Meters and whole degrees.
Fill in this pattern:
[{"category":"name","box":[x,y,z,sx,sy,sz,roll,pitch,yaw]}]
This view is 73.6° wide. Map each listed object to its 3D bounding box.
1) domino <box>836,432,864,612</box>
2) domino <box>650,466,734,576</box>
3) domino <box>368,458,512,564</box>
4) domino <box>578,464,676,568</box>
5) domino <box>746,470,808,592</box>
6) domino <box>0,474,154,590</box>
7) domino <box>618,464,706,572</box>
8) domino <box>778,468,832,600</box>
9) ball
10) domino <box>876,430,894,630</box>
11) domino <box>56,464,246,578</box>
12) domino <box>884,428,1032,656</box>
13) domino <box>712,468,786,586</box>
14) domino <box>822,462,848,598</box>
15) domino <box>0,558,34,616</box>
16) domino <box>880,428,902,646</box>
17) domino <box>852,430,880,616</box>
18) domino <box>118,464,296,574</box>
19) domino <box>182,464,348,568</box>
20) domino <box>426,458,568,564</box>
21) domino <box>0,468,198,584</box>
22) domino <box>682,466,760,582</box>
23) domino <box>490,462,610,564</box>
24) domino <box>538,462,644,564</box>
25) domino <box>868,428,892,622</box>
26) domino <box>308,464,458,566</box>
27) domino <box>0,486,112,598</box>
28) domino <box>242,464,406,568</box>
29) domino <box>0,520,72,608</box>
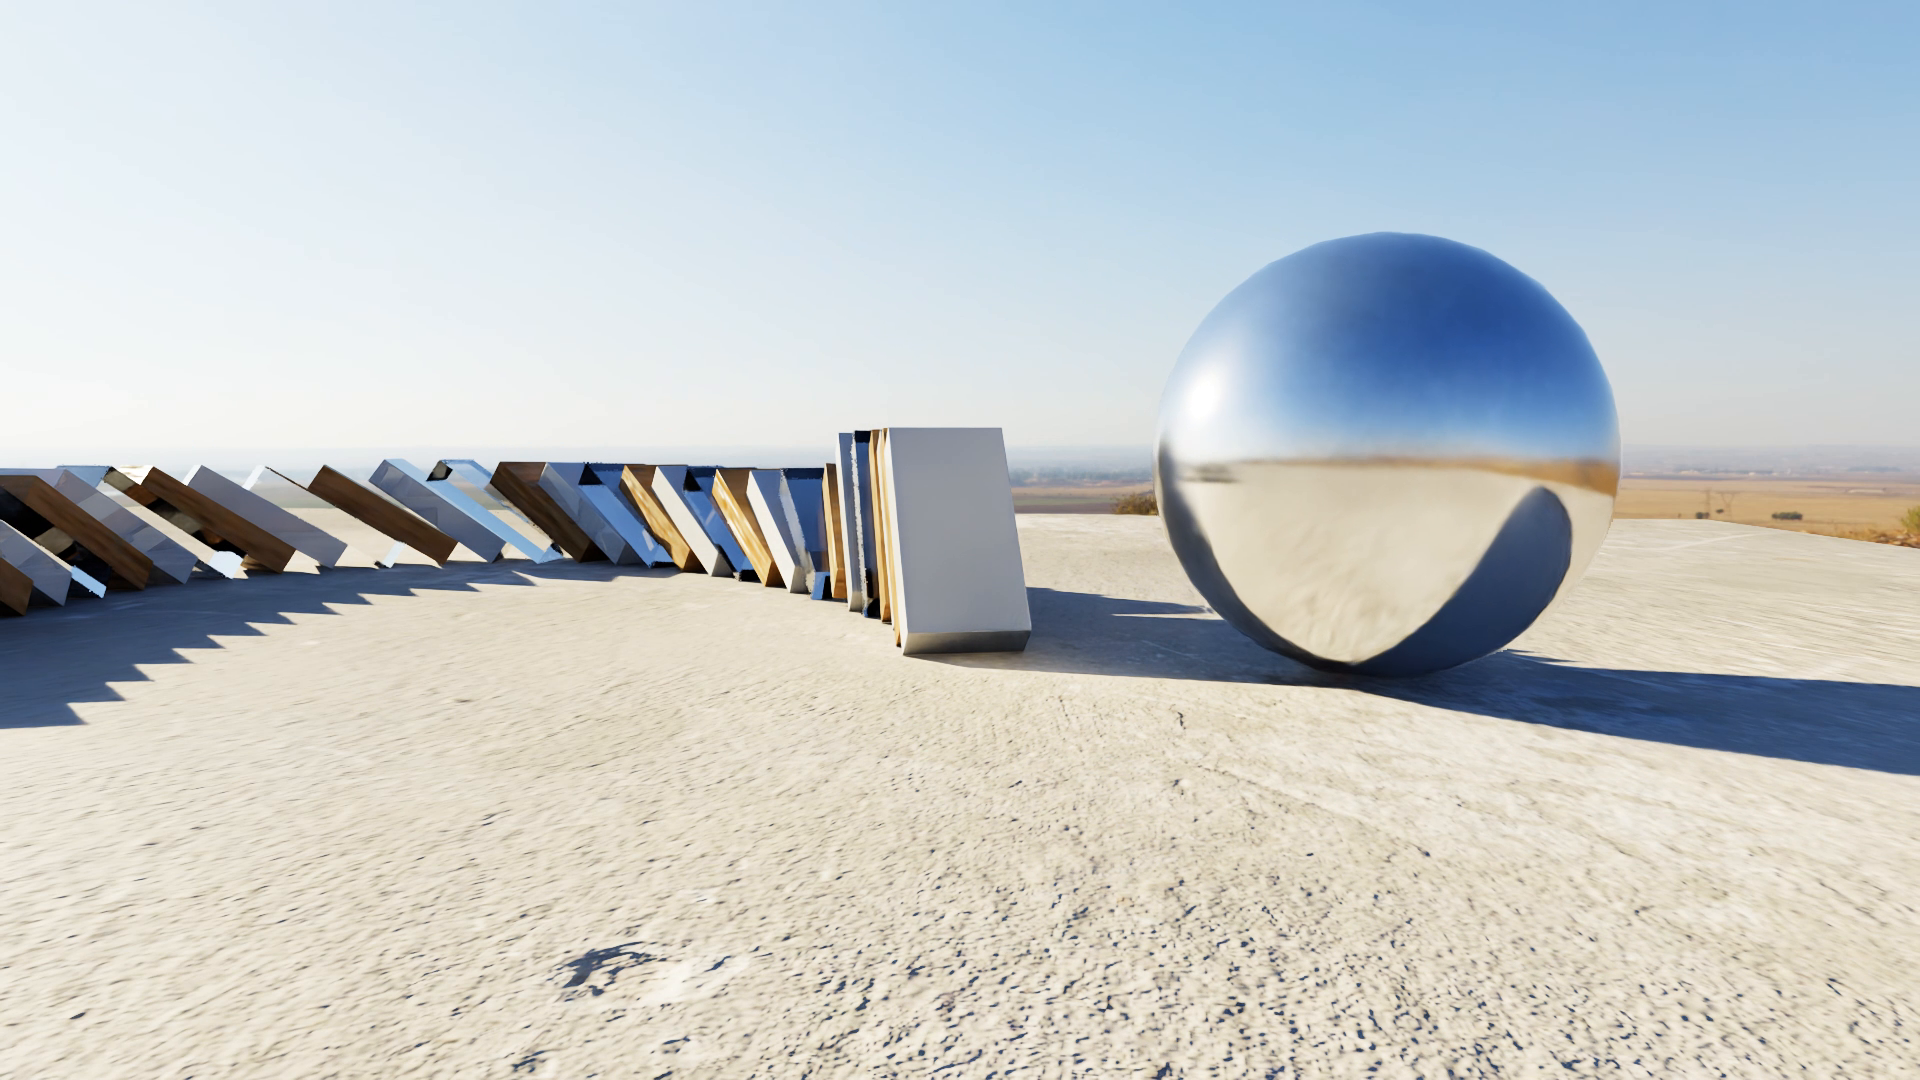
[{"category":"domino","box":[-0.018,-0.006,0.339,0.025,0.050,0.010,-1,-33,-12]},{"category":"domino","box":[-0.082,-0.007,0.432,0.025,0.009,0.050,-3,38,-39]},{"category":"domino","box":[-0.186,-0.011,0.463,0.050,0.009,0.025,36,-2,-10]},{"category":"domino","box":[-0.111,-0.009,0.456,0.050,0.010,0.025,42,28,30]},{"category":"domino","box":[-0.046,-0.004,0.387,0.025,0.010,0.050,-2,36,-26]},{"category":"domino","box":[-0.251,-0.001,0.353,0.025,0.010,0.050,0,-28,4]},{"category":"domino","box":[-0.096,-0.008,0.445,0.025,0.010,0.050,-4,39,-43]},{"category":"domino","box":[-0.035,-0.003,0.371,0.025,0.010,0.050,-2,38,-20]},{"category":"ball","box":[0.075,-0.015,0.233,0.080,0.080,0.080,0,4,0]},{"category":"domino","box":[-0.005,-0.003,0.305,0.025,0.050,0.010,-1,-32,-10]},{"category":"domino","box":[-0.248,-0.005,0.392,0.025,0.009,0.050,2,-30,25]},{"category":"domino","box":[-0.001,-0.001,0.270,0.025,0.050,0.009,-1,-31,-10]},{"category":"domino","box":[-0.057,-0.005,0.403,0.025,0.010,0.050,-3,37,-32]},{"category":"domino","box":[-0.024,-0.003,0.358,0.025,0.010,0.050,4,36,-13]},{"category":"domino","box":[-0.241,0.004,0.295,0.025,0.009,0.050,-1,-25,-7]},{"category":"domino","box":[-0.003,-0.002,0.281,0.025,0.050,0.010,-1,-31,-10]},{"category":"domino","box":[-0.013,-0.005,0.327,0.025,0.050,0.010,-1,-32,-10]},{"category":"domino","box":[-0.243,-0.006,0.411,0.025,0.009,0.050,3,-29,38]},{"category":"domino","box":[-0.233,-0.008,0.429,0.050,0.009,0.025,37,-18,-31]},{"category":"domino","box":[-0.167,-0.011,0.469,0.050,0.010,0.025,36,6,1]},{"category":"domino","box":[-0.252,-0.003,0.374,0.025,0.009,0.050,1,-29,16]},{"category":"domino","box":[-0.069,-0.006,0.418,0.025,0.010,0.050,-3,37,-35]},{"category":"domino","box":[-0.146,-0.011,0.472,0.050,0.010,0.025,38,17,18]},{"category":"domino","box":[-0.128,-0.010,0.466,0.050,0.009,0.025,40,23,26]},{"category":"domino","box":[-0.008,-0.004,0.316,0.025,0.050,0.009,0,-32,-10]},{"category":"domino","box":[-0.203,-0.009,0.452,0.050,0.009,0.025,35,-11,-23]},{"category":"domino","box":[-0.249,0.001,0.334,0.025,0.009,0.050,0,-26,-1]},{"category":"domino","box":[-0.218,-0.008,0.440,0.050,0.009,0.025,37,-16,-30]},{"category":"domino","box":[-0.245,0.003,0.314,0.025,0.010,0.050,0,-25,-5]}]
